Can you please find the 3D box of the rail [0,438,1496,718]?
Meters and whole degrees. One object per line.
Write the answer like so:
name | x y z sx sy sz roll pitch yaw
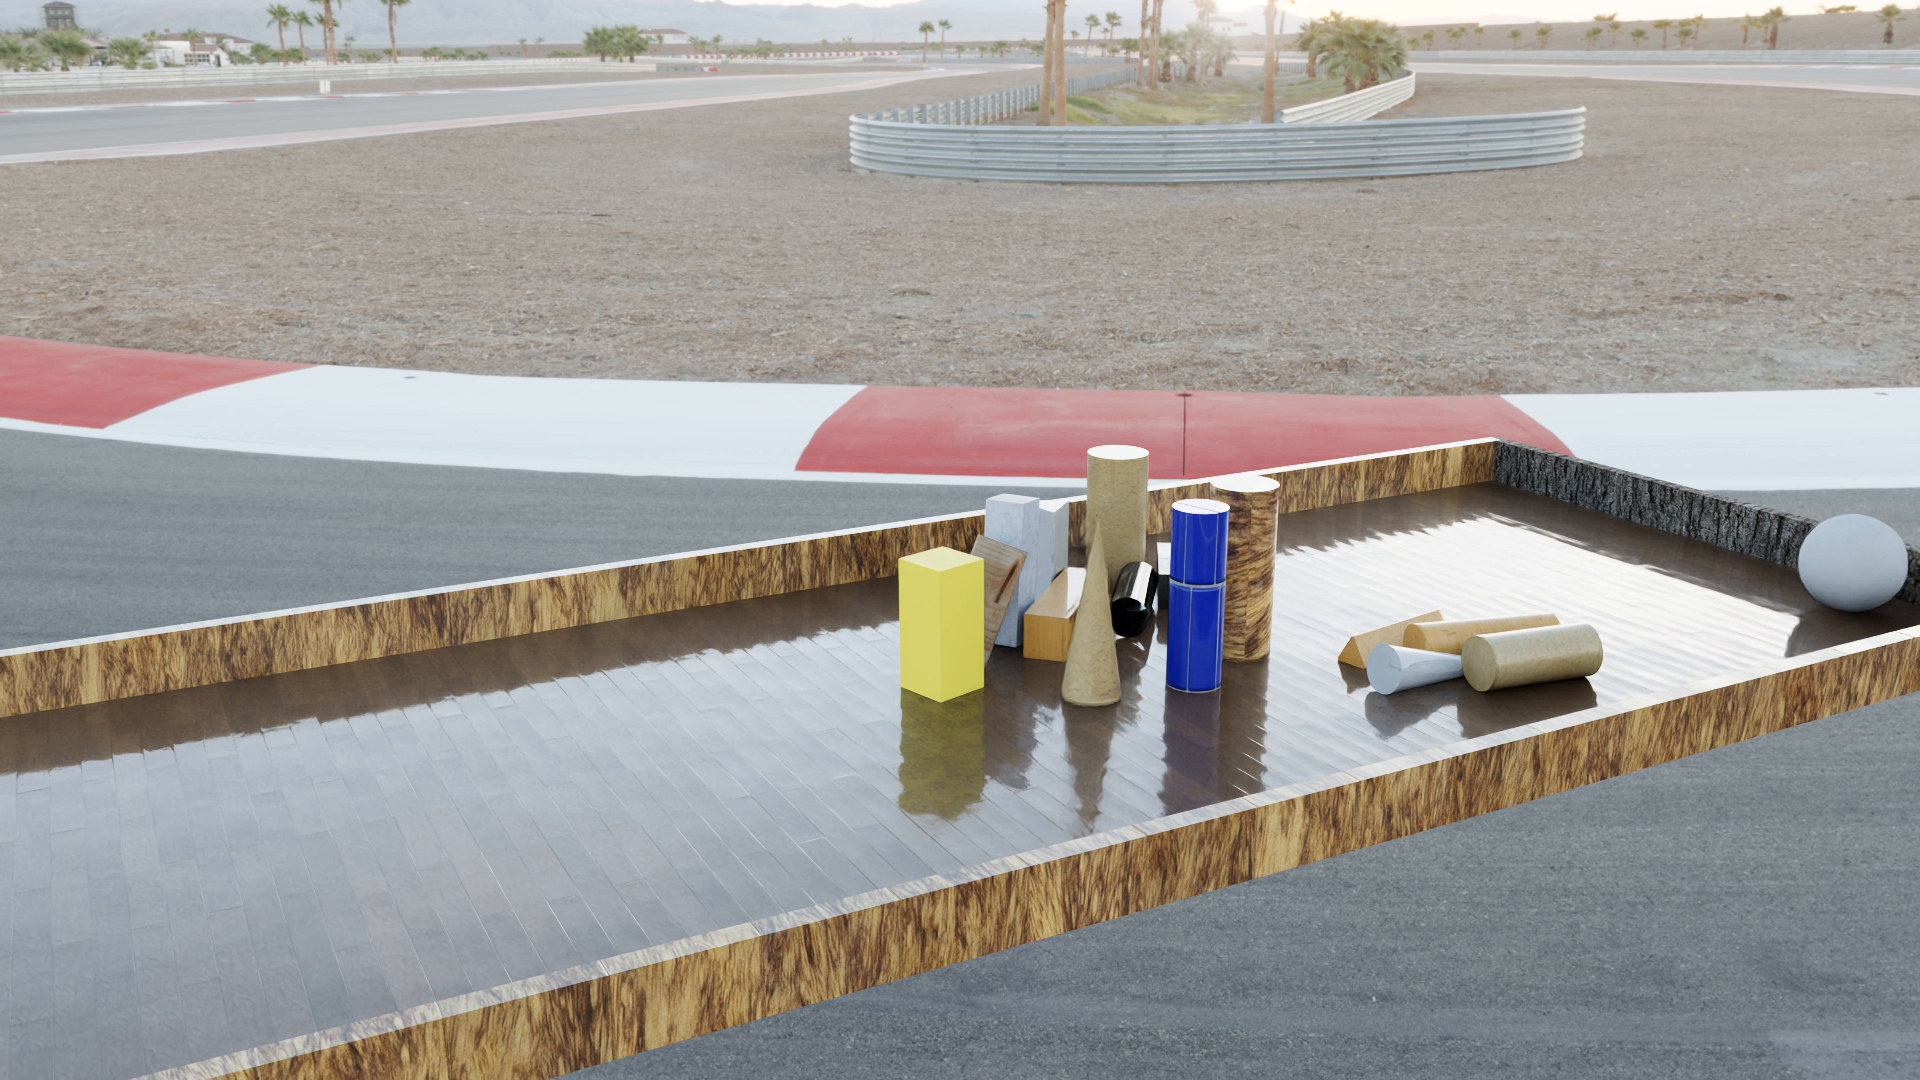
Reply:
rail | -3.305 0.497 3.399 12.000 0.150 0.050 -9 18 -27

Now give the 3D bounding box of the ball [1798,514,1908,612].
ball | 2.514 0.065 4.645 0.275 0.275 0.275 0 16 0

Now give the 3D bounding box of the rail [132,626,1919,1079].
rail | -2.336 1.006 1.665 12.000 0.150 0.050 -9 18 -27

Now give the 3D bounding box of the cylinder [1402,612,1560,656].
cylinder | 1.352 0.259 4.267 0.391 0.117 0.117 -4 17 -13

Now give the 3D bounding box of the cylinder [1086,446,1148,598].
cylinder | 0.456 -0.055 4.811 0.176 0.413 0.176 0 16 0

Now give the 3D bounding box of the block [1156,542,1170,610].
block | 0.630 0.105 4.811 0.106 0.106 0.312 2 16 5

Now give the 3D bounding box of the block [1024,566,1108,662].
block | 0.290 0.197 4.473 0.120 0.120 0.431 5 17 17

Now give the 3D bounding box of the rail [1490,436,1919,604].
rail | 2.466 -0.048 5.253 0.050 0.150 2.100 -9 18 -27

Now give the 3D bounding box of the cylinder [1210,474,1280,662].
cylinder | 0.731 0.073 4.298 0.176 0.456 0.176 0 16 0

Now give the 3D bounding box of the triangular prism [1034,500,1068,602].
triangular prism | 0.259 0.045 4.657 0.119 0.308 0.138 -13 21 -38

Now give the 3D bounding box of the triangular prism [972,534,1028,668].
triangular prism | 0.050 0.152 4.275 0.135 0.317 0.117 20 3 -7

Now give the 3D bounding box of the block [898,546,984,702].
block | -0.045 0.205 4.062 0.147 0.334 0.147 -15 22 -41

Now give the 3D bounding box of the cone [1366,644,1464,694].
cone | 1.242 0.318 4.162 0.450 0.124 0.124 0 14 -28

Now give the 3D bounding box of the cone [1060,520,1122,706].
cone | 0.325 0.161 3.990 0.151 0.457 0.151 1 16 0

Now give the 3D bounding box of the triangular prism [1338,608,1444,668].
triangular prism | 1.153 0.252 4.355 0.362 0.076 0.088 -12 20 -36

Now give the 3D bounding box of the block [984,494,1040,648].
block | 0.132 0.080 4.385 0.107 0.386 0.107 8 13 25

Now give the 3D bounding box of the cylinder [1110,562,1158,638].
cylinder | 0.482 0.162 4.599 0.115 0.115 0.334 3 17 10

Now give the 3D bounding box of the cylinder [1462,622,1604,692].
cylinder | 1.430 0.290 4.122 0.318 0.139 0.139 -6 17 -18

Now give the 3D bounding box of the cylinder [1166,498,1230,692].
cylinder | 0.585 0.138 4.072 0.139 0.458 0.139 0 16 0
